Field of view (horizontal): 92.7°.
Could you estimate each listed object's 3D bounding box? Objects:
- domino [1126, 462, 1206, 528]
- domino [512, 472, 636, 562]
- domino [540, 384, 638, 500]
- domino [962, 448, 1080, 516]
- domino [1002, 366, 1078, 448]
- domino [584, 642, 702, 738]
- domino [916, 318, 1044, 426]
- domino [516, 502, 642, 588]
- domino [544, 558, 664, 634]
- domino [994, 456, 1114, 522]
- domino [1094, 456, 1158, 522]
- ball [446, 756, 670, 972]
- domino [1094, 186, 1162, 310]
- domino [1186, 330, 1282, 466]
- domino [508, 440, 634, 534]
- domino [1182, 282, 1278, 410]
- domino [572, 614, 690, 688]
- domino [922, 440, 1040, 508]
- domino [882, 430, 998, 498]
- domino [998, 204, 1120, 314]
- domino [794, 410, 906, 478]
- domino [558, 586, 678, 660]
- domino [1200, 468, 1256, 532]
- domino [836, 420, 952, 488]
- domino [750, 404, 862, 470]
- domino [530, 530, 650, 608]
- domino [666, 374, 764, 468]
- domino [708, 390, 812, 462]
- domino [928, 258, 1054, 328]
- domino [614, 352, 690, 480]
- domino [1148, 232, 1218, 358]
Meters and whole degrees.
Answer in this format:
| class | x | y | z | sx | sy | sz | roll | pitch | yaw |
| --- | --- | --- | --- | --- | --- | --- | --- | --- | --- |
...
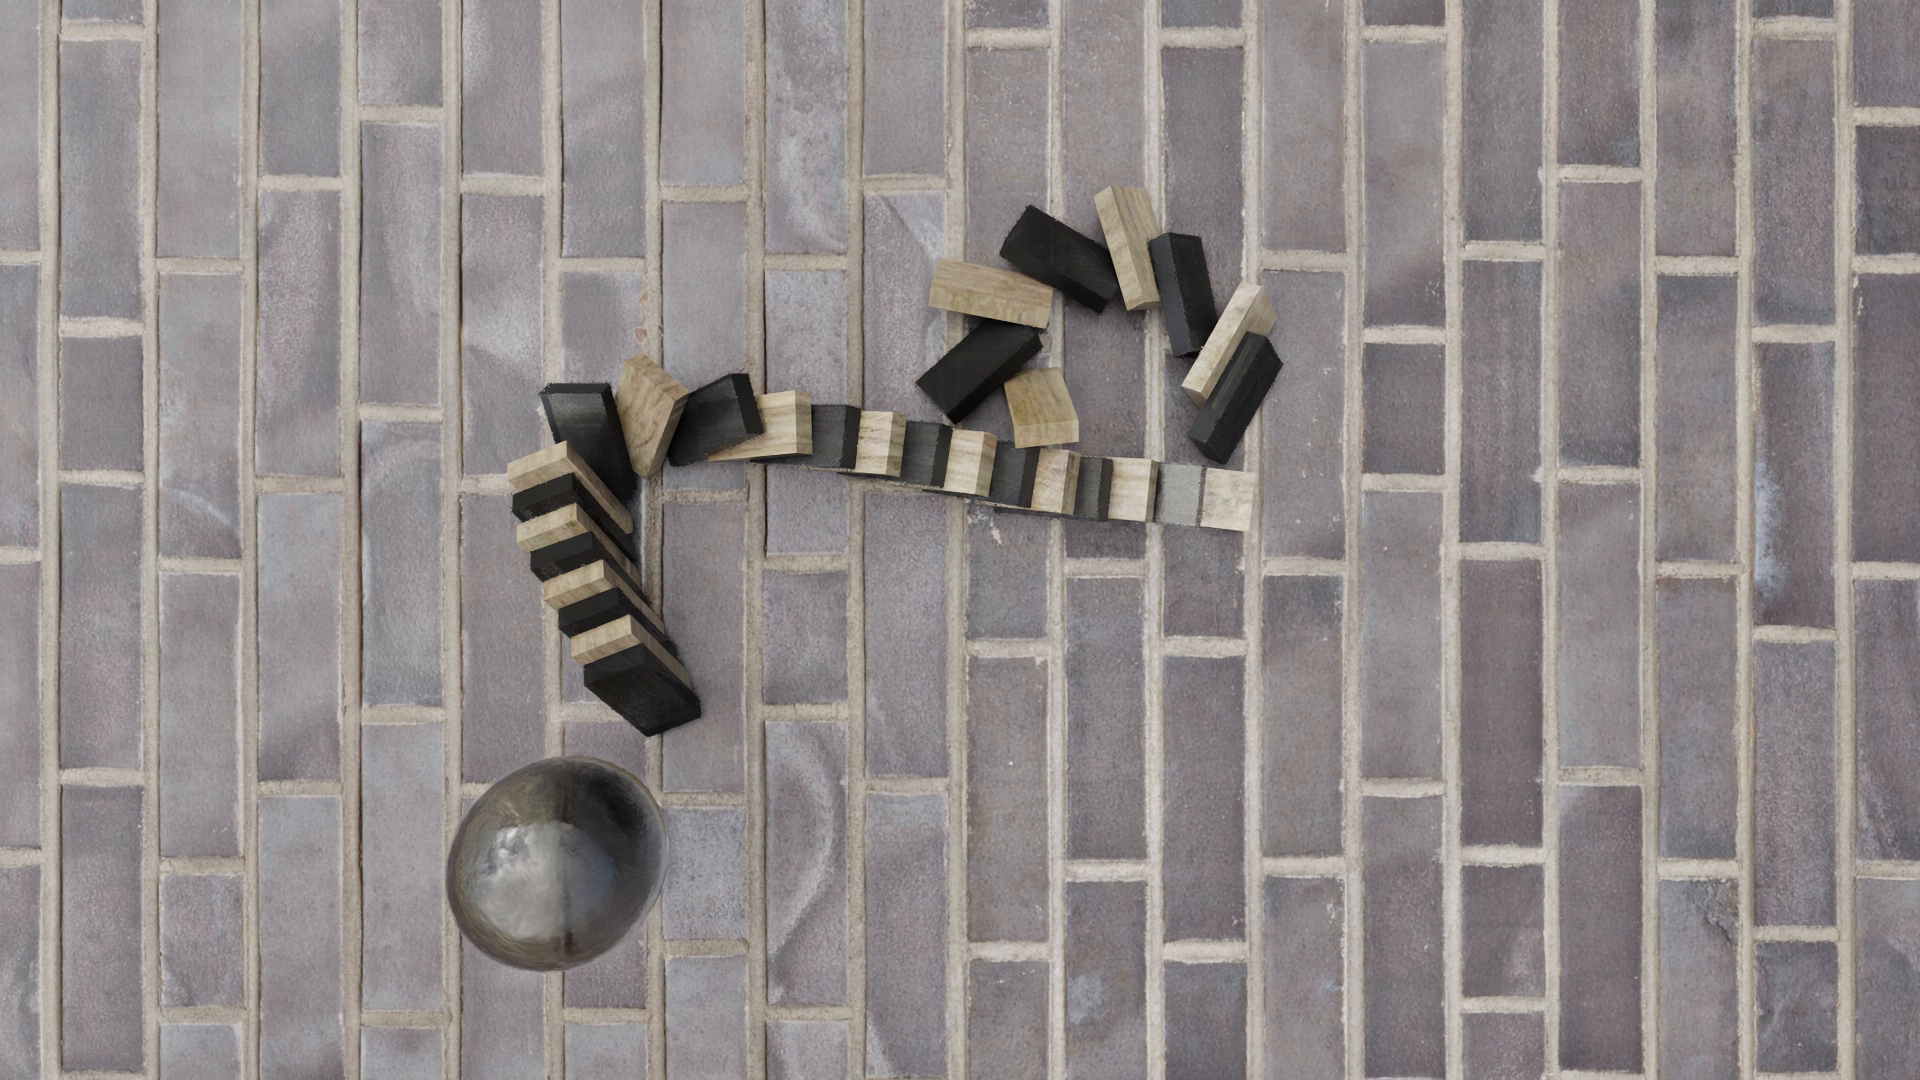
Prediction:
| class | x | y | z | sx | sy | sz | roll | pitch | yaw |
| --- | --- | --- | --- | --- | --- | --- | --- | --- | --- |
| domino | 0.076 | -0.020 | 0.385 | 0.050 | 0.010 | 0.025 | 6 | 90 | 27 |
| domino | -0.158 | -0.004 | 0.378 | 0.025 | 0.050 | 0.009 | -21 | 52 | 0 |
| domino | -0.154 | -0.040 | 0.381 | 0.025 | 0.010 | 0.050 | 1 | 125 | 3 |
| domino | 0.024 | -0.025 | 0.380 | 0.050 | 0.009 | 0.025 | 8 | 91 | 37 |
| domino | 0.032 | -0.055 | 0.377 | 0.025 | 0.050 | 0.010 | -6 | 125 | 0 |
| domino | -0.130 | 0.063 | 0.377 | 0.025 | 0.050 | 0.009 | -21 | 52 | 0 |
| domino | 0.008 | -0.074 | 0.389 | 0.050 | 0.009 | 0.025 | -42 | 56 | 0 |
| domino | -0.156 | 0.007 | 0.377 | 0.025 | 0.050 | 0.009 | -21 | 52 | 0 |
| domino | -0.145 | 0.030 | 0.377 | 0.025 | 0.050 | 0.009 | -21 | 52 | 0 |
| domino | 0.038 | -0.022 | 0.381 | 0.050 | 0.009 | 0.025 | 6 | 90 | 37 |
| domino | 0.056 | -0.022 | 0.384 | 0.050 | 0.010 | 0.025 | 6 | 90 | 30 |
| ball | -0.156 | 0.126 | 0.360 | 0.080 | 0.080 | 0.080 | 0 | 90 | 0 |
| domino | 0.075 | -0.124 | 0.388 | 0.025 | 0.010 | 0.050 | -17 | 90 | -40 |
| domino | 0.117 | -0.059 | 0.387 | 0.009 | 0.025 | 0.050 | 30 | 90 | 39 |
| domino | -0.159 | -0.017 | 0.377 | 0.025 | 0.050 | 0.010 | -21 | 52 | 1 |
| domino | 0.114 | -0.080 | 0.387 | 0.010 | 0.025 | 0.050 | 30 | 90 | 39 |
| domino | -0.134 | 0.052 | 0.377 | 0.025 | 0.050 | 0.010 | -21 | 52 | 0 |
| domino | 0.008 | -0.029 | 0.381 | 0.050 | 0.010 | 0.025 | 11 | 93 | 37 |
| domino | -0.009 | -0.033 | 0.381 | 0.050 | 0.010 | 0.025 | 9 | 90 | 37 |
| domino | 0.045 | -0.120 | 0.390 | 0.050 | 0.010 | 0.025 | 30 | 63 | 0 |
| domino | -0.046 | -0.041 | 0.383 | 0.050 | 0.010 | 0.025 | 7 | 90 | 33 |
| domino | -0.140 | 0.041 | 0.377 | 0.025 | 0.050 | 0.010 | -21 | 52 | 0 |
| domino | 0.100 | -0.019 | 0.395 | 0.050 | 0.010 | 0.025 | 7 | 90 | 0 |
| domino | -0.028 | -0.037 | 0.382 | 0.050 | 0.010 | 0.025 | 9 | 90 | 34 |
| domino | -0.065 | -0.043 | 0.383 | 0.050 | 0.010 | 0.025 | 6 | 90 | 32 |
| domino | -0.151 | 0.019 | 0.377 | 0.025 | 0.050 | 0.010 | -19 | 52 | -2 |
| domino | -0.105 | -0.049 | 0.382 | 0.050 | 0.009 | 0.025 | -15 | 90 | 35 |
| domino | -0.084 | -0.047 | 0.383 | 0.050 | 0.009 | 0.025 | -1 | 90 | 32 |
| domino | 0.014 | -0.105 | 0.388 | 0.050 | 0.025 | 0.009 | 11 | 134 | 0 |
| domino | -0.131 | -0.050 | 0.380 | 0.025 | 0.010 | 0.050 | 39 | 133 | 0 |
| domino | 0.096 | -0.103 | 0.388 | 0.025 | 0.009 | 0.050 | -12 | 90 | -43 |
